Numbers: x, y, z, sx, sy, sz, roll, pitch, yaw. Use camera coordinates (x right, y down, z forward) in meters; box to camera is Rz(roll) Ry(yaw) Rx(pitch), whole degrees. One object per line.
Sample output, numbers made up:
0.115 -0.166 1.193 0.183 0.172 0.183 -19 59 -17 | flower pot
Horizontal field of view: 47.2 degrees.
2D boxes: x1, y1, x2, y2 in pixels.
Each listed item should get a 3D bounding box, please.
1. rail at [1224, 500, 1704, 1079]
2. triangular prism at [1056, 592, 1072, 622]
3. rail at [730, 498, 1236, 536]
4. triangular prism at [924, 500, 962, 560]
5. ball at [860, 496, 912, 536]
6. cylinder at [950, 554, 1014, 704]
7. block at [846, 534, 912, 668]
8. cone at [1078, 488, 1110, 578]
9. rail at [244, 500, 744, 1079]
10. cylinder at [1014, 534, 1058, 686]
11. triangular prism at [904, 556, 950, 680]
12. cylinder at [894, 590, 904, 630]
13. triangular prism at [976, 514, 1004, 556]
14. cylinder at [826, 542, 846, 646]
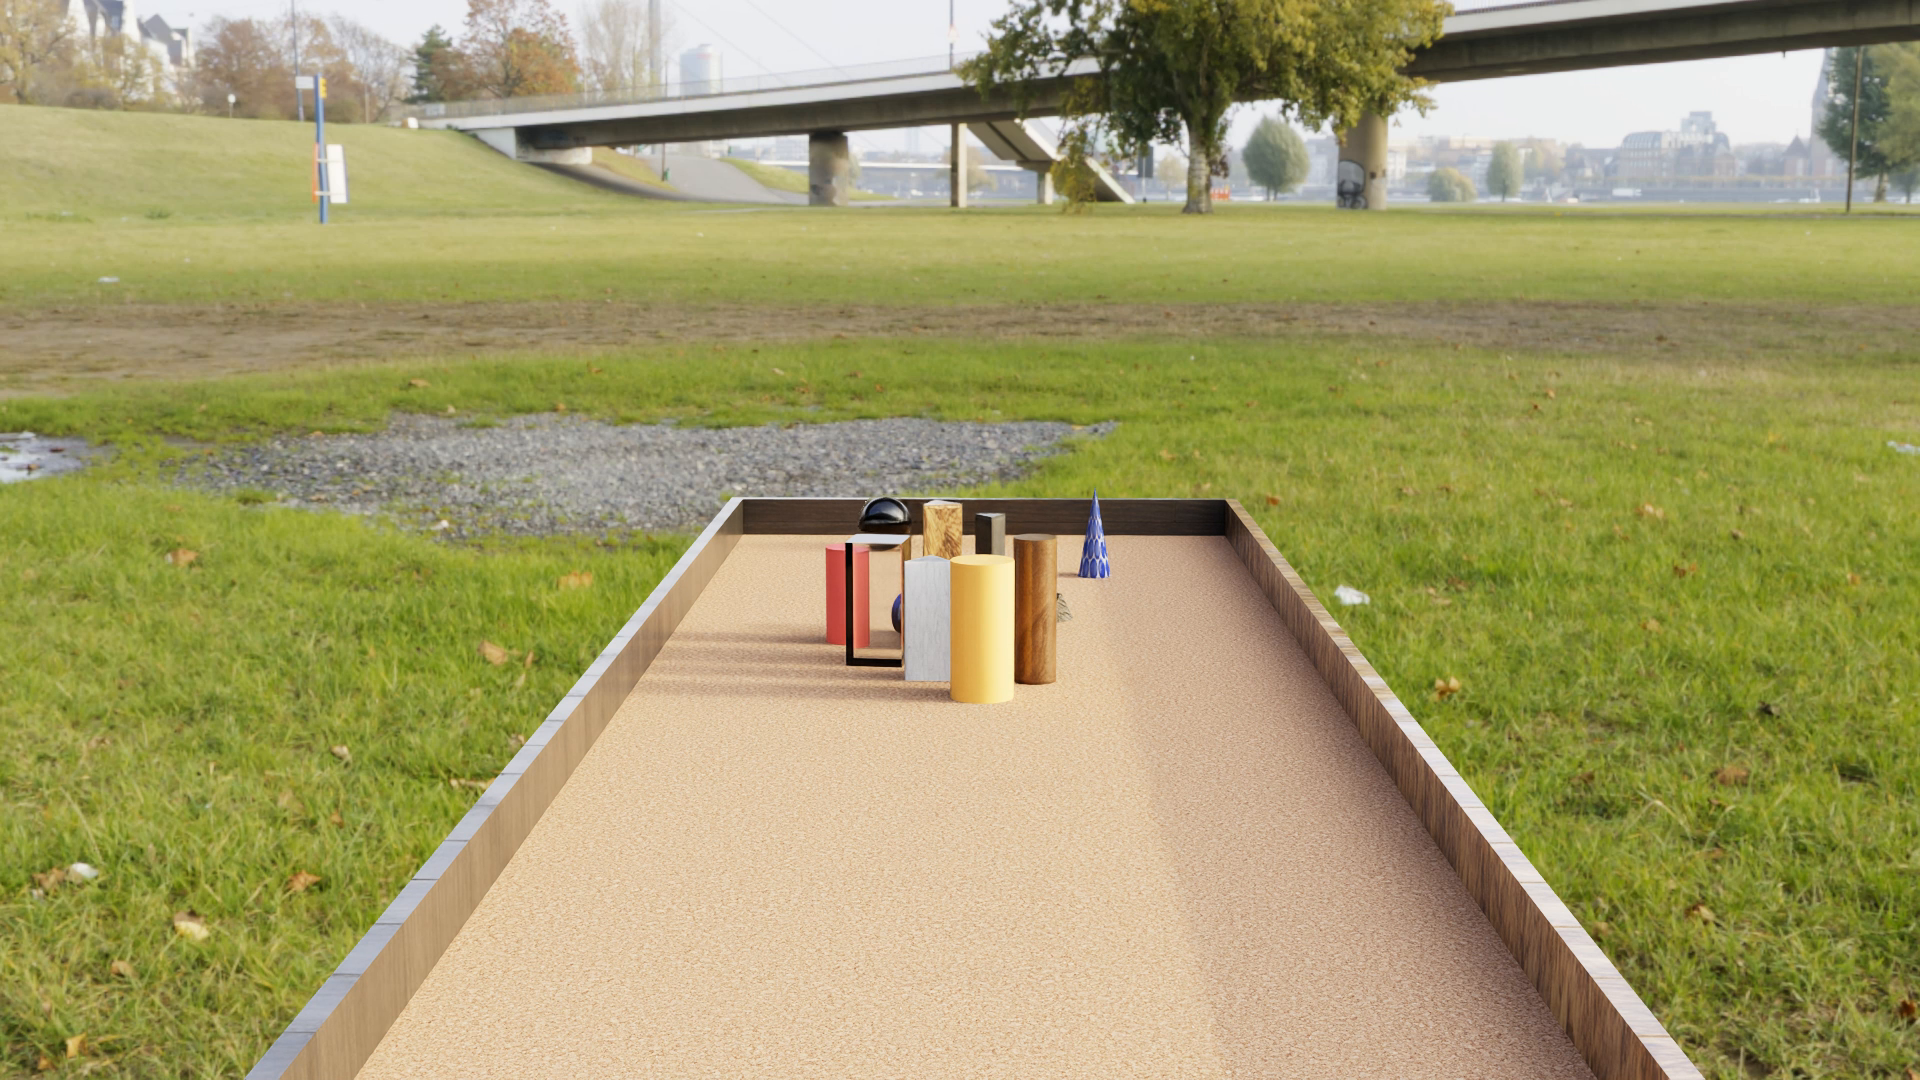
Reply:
1.046 0.843 3.208 0.050 0.150 12.000 0 9 1 | rail
0.215 0.201 7.422 0.110 0.095 0.373 -8 12 -39 | triangular prism
0.099 -0.098 9.147 2.100 0.150 0.050 0 9 1 | rail
-0.065 0.103 6.930 0.124 0.448 0.107 -2 9 -12 | triangular prism
-0.299 -0.070 8.791 0.207 0.207 0.207 0 9 0 | ball
0.062 0.249 6.187 0.180 0.392 0.180 0 9 0 | cylinder
-0.246 0.182 6.661 0.170 0.376 0.170 1 9 9 | block
0.499 -0.034 8.148 0.123 0.336 0.123 0 9 0 | cone
-1.004 0.839 3.234 0.050 0.150 12.000 0 9 1 | rail
0.218 0.201 6.390 0.127 0.424 0.127 0 9 0 | cylinder
-0.086 0.227 6.451 0.143 0.352 0.123 0 9 3 | triangular prism
-0.034 0.240 7.062 0.334 0.135 0.135 6 11 32 | cylinder
0.104 0.141 6.705 0.078 0.443 0.090 -6 11 -34 | triangular prism
-0.350 0.170 6.967 0.149 0.303 0.149 0 9 0 | cylinder
